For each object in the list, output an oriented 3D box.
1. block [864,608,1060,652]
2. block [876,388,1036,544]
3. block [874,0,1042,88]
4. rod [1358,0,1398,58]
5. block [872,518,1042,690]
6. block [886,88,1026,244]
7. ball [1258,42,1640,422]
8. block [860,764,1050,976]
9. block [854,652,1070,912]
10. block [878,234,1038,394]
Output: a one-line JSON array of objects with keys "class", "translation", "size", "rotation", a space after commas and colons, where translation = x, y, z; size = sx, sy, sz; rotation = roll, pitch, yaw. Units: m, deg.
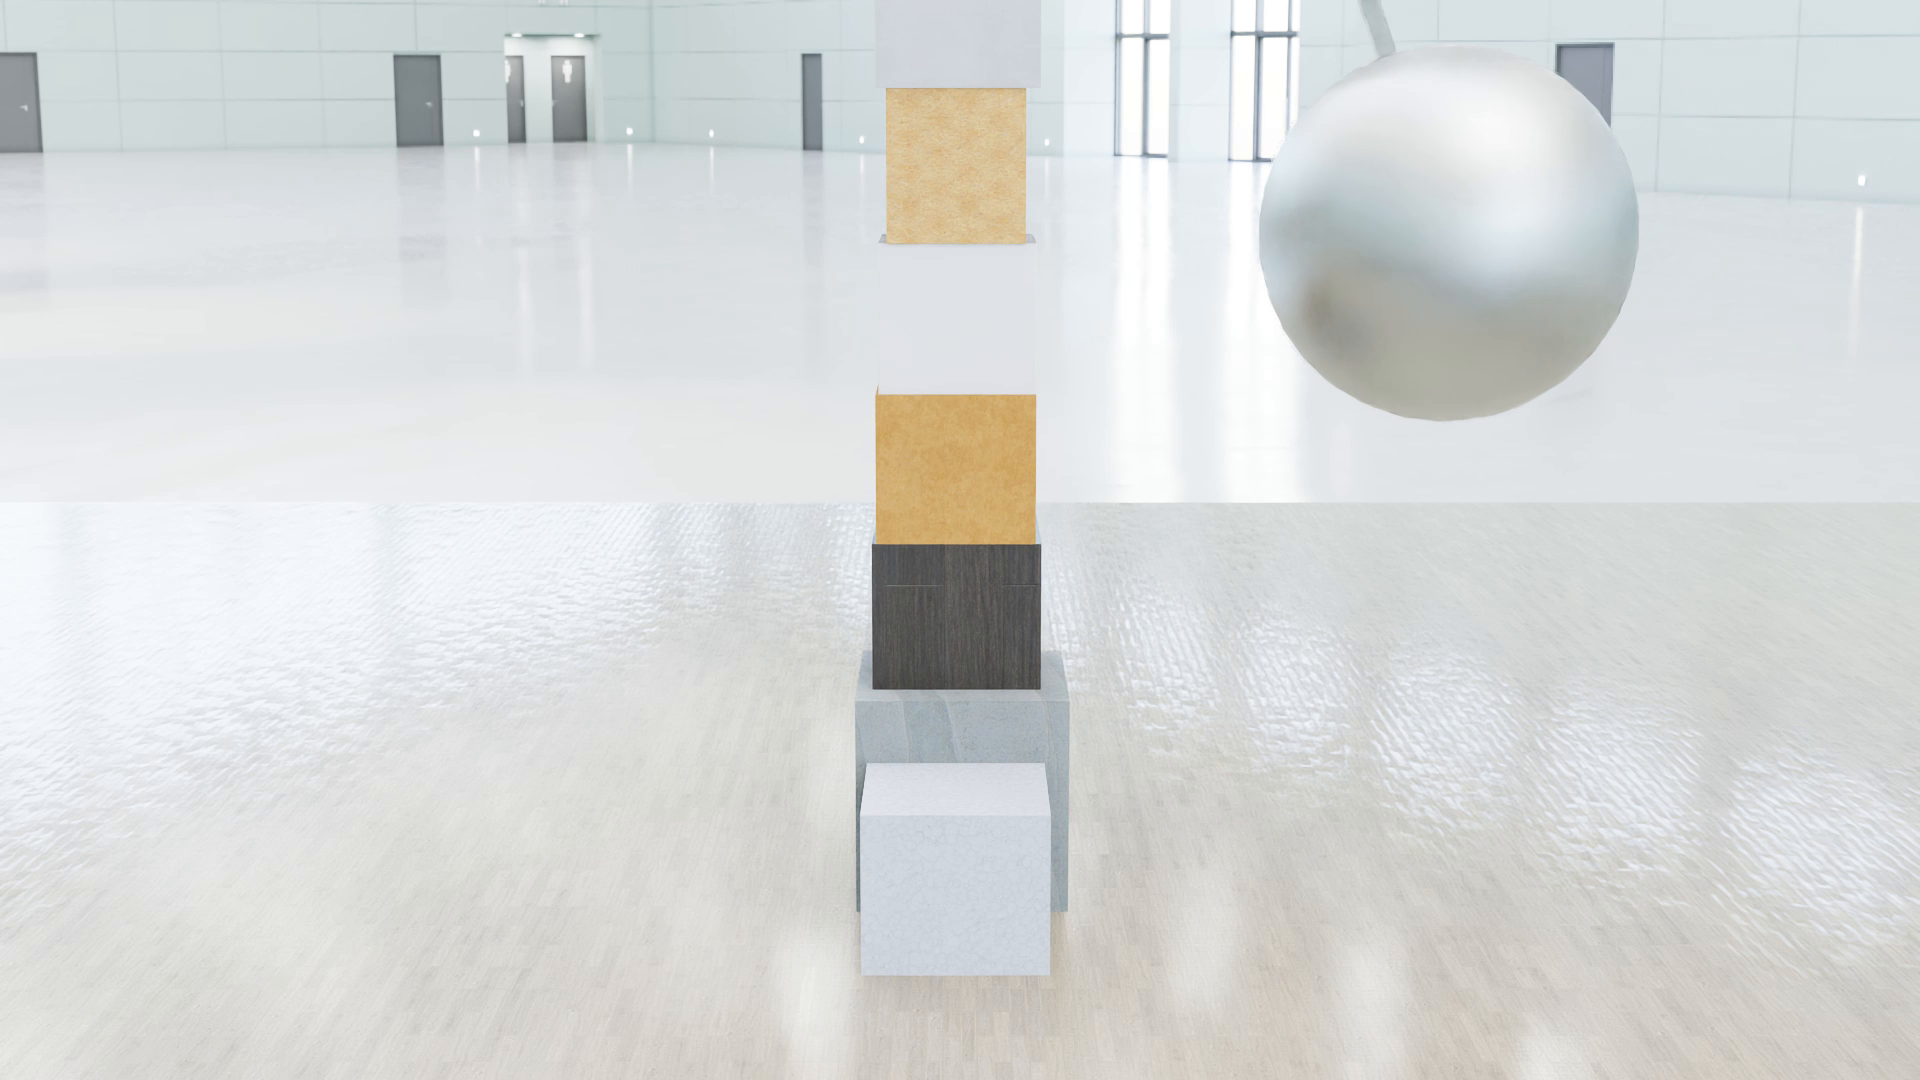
[{"class": "block", "translation": [0.008, 0.869, 12.220], "size": [0.896, 0.918, 0.962], "rotation": [0, 10, 0]}, {"class": "block", "translation": [-0.018, -0.359, 11.115], "size": [0.673, 0.630, 0.737], "rotation": [0, 10, 0]}, {"class": "block", "translation": [-0.008, -2.232, 10.775], "size": [0.678, 0.652, 0.702], "rotation": [0, 10, 0]}, {"class": "rod", "translation": [0.899, -4.444, 10.372], "size": [0.080, 5.200, 0.080], "rotation": [-20, 10, 4]}, {"class": "block", "translation": [-0.014, 0.261, 11.228], "size": [0.716, 0.631, 0.735], "rotation": [0, 10, 0]}, {"class": "block", "translation": [-0.016, -1.599, 10.890], "size": [0.576, 0.634, 0.683], "rotation": [0, 10, 0]}, {"class": "ball", "translation": [2.074, -1.305, 10.943], "size": [1.600, 1.600, 1.600], "rotation": [0, 10, 0]}, {"class": "block", "translation": [-0.018, 1.326, 10.442], "size": [0.744, 0.654, 0.770], "rotation": [0, 10, 0]}, {"class": "block", "translation": [0.009, 1.041, 11.272], "size": [0.898, 0.919, 0.946], "rotation": [0, 10, 0]}, {"class": "block", "translation": [-0.011, -0.978, 11.003], "size": [0.660, 0.629, 0.659], "rotation": [0, 10, 0]}]
